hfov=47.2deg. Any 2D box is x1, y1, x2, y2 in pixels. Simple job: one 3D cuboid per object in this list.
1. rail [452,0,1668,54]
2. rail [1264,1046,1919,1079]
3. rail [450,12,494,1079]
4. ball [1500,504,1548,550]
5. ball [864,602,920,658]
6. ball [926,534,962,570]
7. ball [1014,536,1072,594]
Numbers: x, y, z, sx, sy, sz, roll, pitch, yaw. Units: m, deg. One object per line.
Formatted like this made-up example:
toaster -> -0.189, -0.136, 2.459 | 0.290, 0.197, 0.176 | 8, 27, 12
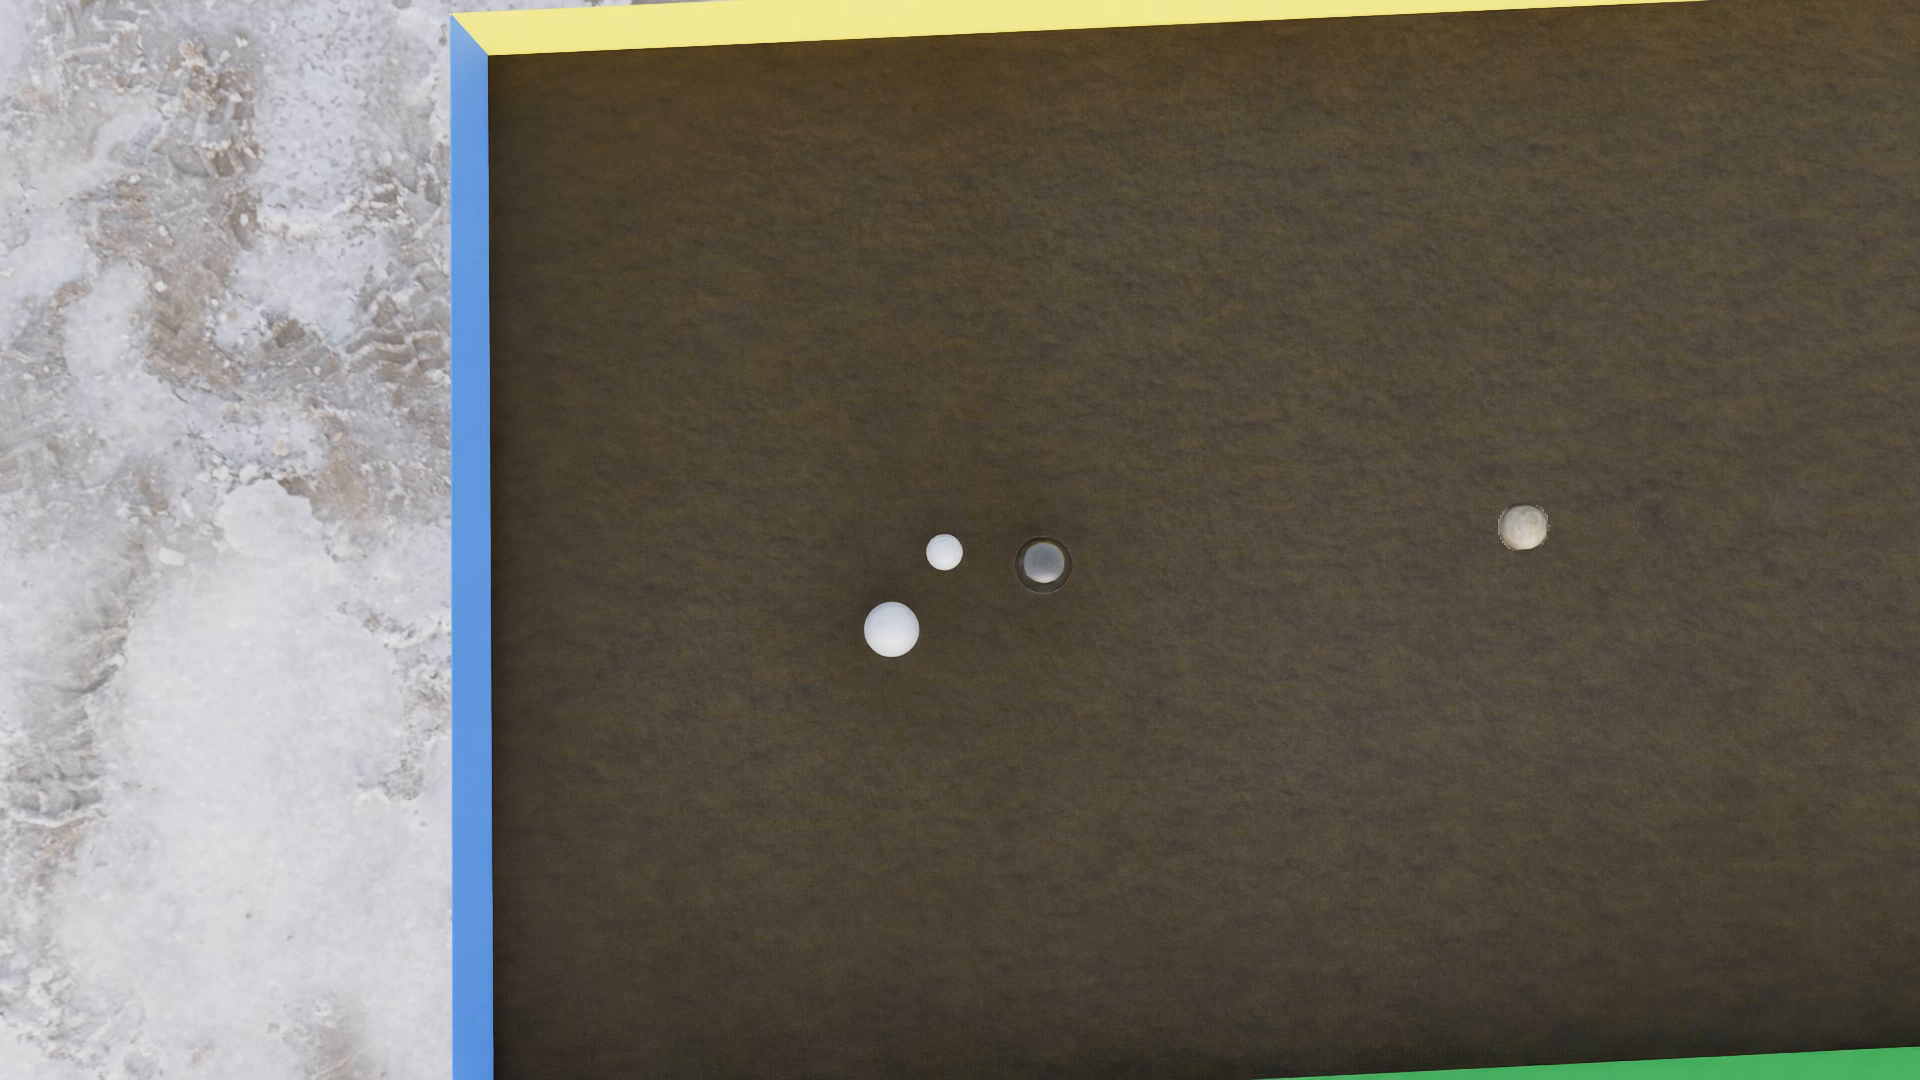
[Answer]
rail -> 0.705, -0.849, 3.454 | 2.984, 0.113, 0.045 | -3, 78, -1
rail -> 0.785, 0.770, 3.120 | 2.984, 0.113, 0.045 | -3, 78, -1
rail -> -0.722, 0.030, 3.273 | 0.045, 0.113, 1.703 | -3, 78, -1
ball -> 0.848, -0.019, 3.307 | 0.069, 0.069, 0.069 | 0, 78, 0
ball -> -0.101, 0.133, 3.268 | 0.083, 0.083, 0.083 | 0, 78, 0
ball -> -0.023, 0.018, 3.306 | 0.055, 0.055, 0.055 | 0, 78, 0
ball -> 0.125, 0.038, 3.286 | 0.087, 0.087, 0.087 | 0, 78, 0
